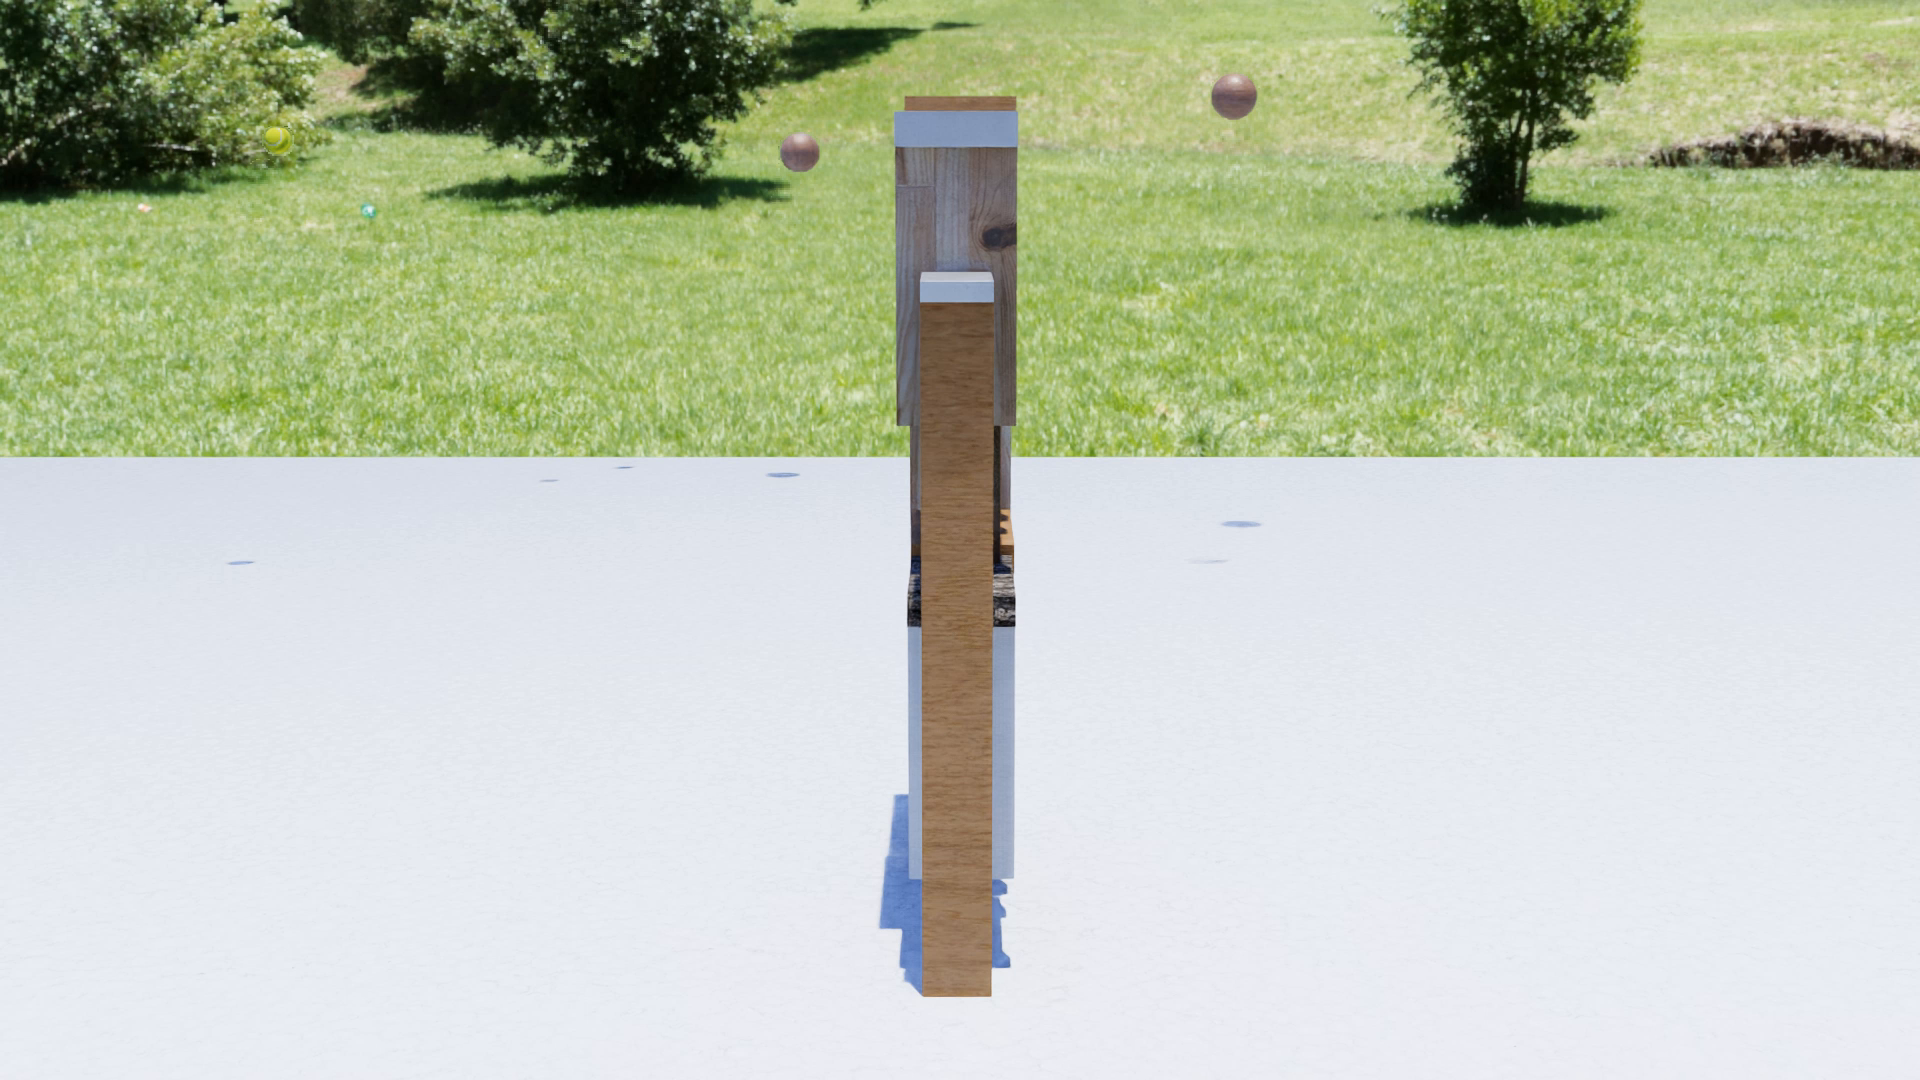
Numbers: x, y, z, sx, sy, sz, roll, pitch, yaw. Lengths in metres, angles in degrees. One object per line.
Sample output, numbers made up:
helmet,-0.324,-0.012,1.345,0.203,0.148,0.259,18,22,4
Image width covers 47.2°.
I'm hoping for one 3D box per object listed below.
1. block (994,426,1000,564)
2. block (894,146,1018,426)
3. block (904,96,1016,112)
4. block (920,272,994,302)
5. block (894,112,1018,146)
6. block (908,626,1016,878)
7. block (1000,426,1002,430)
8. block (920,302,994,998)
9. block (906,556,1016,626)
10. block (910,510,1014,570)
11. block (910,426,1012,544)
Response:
block,0.003,-0.090,3.436,0.117,0.250,0.033,0,10,0
block,-0.005,-0.379,3.288,0.180,0.413,0.051,0,10,0
block,0.001,-0.721,3.717,0.180,0.051,0.360,0,11,0
block,-0.005,-0.360,3.122,0.102,0.029,0.203,0,11,0
block,-0.005,-0.629,3.364,0.180,0.051,0.359,0,11,0
block,0.002,0.311,3.291,0.158,0.395,0.045,0,11,0
block,0.004,-0.153,3.671,0.128,0.256,0.036,0,11,0
block,-0.004,0.168,3.151,0.102,1.019,0.029,0,11,0
block,0.002,0.076,3.354,0.158,0.045,0.317,0,10,0
block,0.004,0.000,3.675,0.166,0.047,0.331,0,11,0
block,0.001,-0.101,3.954,0.180,1.255,0.051,0,11,0
